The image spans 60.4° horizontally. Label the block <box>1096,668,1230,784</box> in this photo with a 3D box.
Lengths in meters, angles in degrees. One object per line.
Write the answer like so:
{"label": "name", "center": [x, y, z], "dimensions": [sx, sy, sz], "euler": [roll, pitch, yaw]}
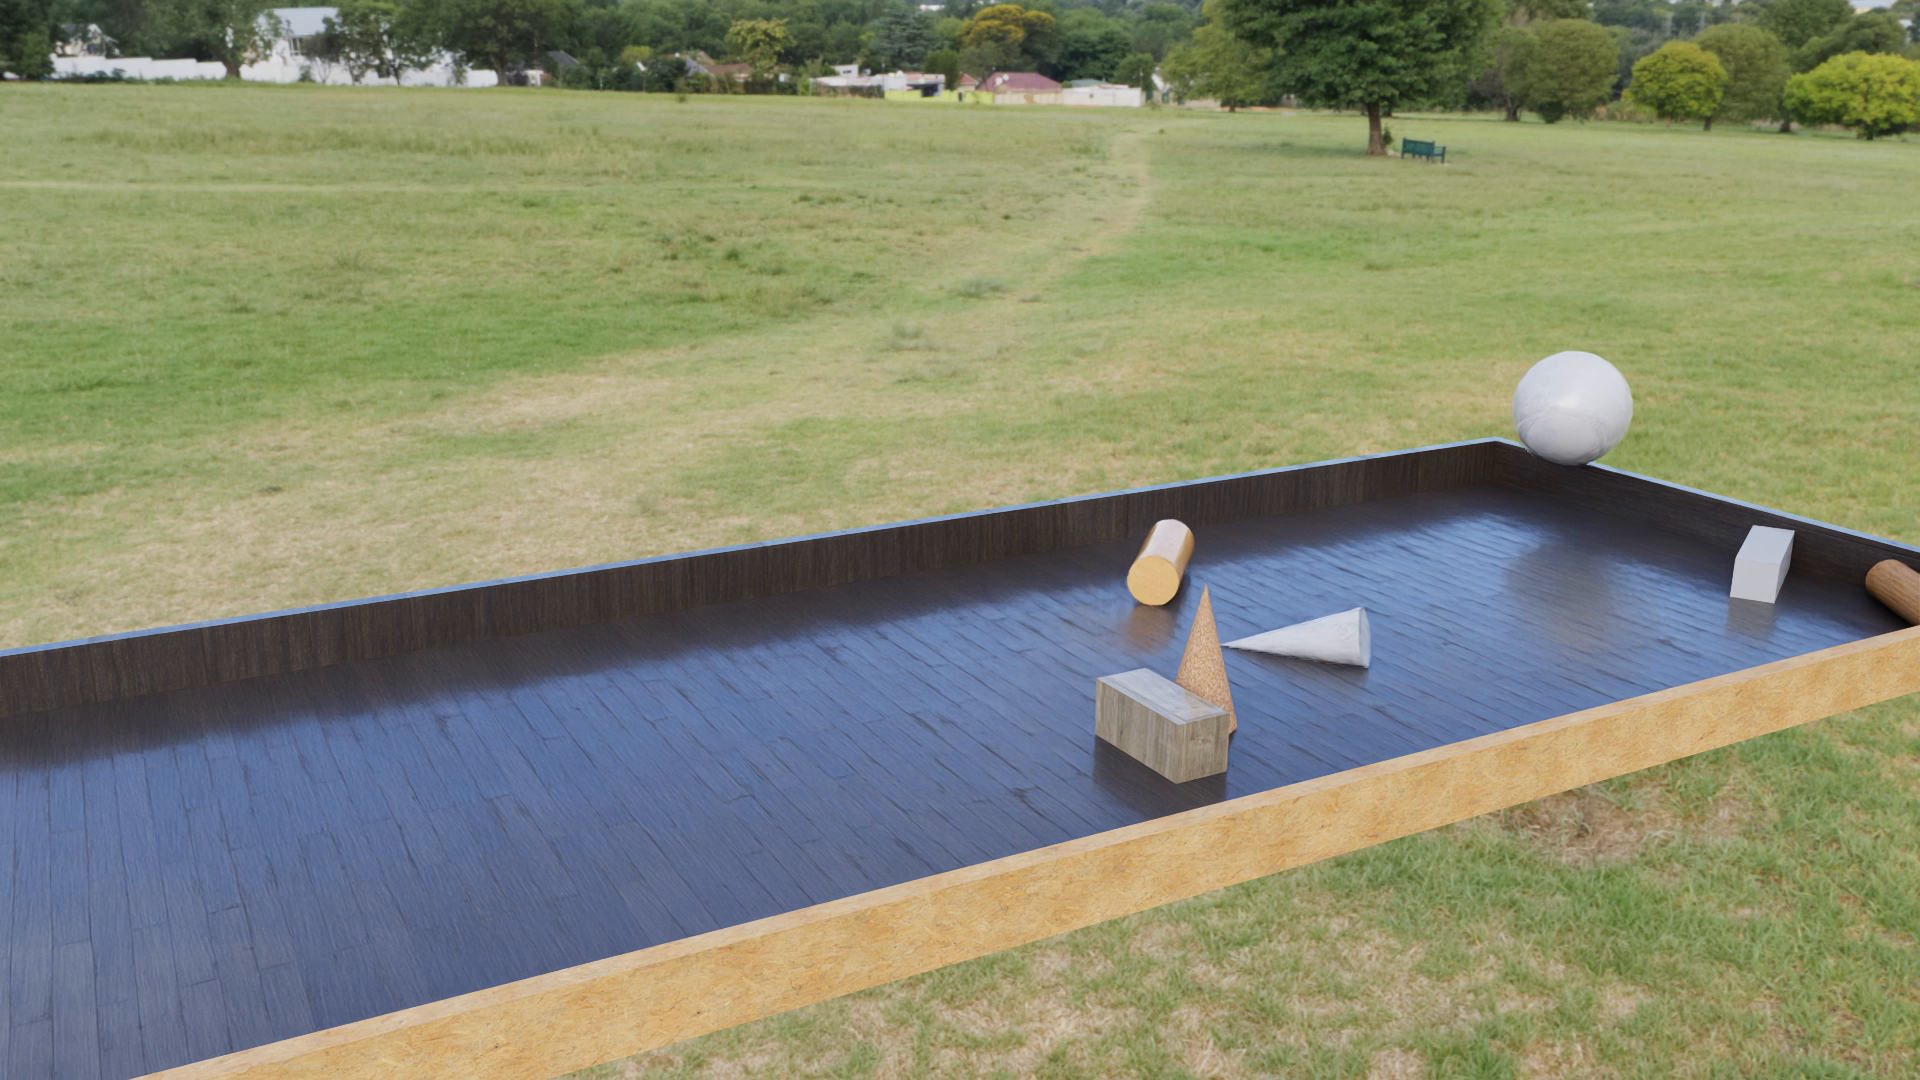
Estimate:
{"label": "block", "center": [0.450, 0.413, 3.706], "dimensions": [0.137, 0.137, 0.315], "euler": [-9, 19, -28]}

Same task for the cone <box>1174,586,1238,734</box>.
{"label": "cone", "center": [0.566, 0.264, 3.840], "dimensions": [0.175, 0.348, 0.175], "euler": [0, 16, 0]}

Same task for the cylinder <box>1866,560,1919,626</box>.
{"label": "cylinder", "center": [2.651, 0.164, 4.576], "dimensions": [0.125, 0.125, 0.344], "euler": [2, 16, 5]}

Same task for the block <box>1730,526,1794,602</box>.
{"label": "block", "center": [2.395, 0.068, 4.917], "dimensions": [0.117, 0.117, 0.409], "euler": [10, 19, 30]}

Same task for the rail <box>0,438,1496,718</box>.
{"label": "rail", "center": [-3.305, 0.497, 3.399], "dimensions": [12.000, 0.150, 0.050], "euler": [-9, 18, -27]}

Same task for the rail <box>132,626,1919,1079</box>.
{"label": "rail", "center": [-2.336, 1.006, 1.665], "dimensions": [12.000, 0.150, 0.050], "euler": [-9, 18, -27]}

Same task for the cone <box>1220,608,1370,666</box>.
{"label": "cone", "center": [0.863, 0.265, 4.319], "dimensions": [0.389, 0.155, 0.155], "euler": [-5, 13, 25]}

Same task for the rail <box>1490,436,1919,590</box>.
{"label": "rail", "center": [2.466, -0.048, 5.253], "dimensions": [0.050, 0.150, 2.100], "euler": [-9, 18, -27]}

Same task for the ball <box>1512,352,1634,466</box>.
{"label": "ball", "center": [2.108, -0.453, 5.684], "dimensions": [0.393, 0.393, 0.393], "euler": [0, 16, 0]}

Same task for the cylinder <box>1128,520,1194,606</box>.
{"label": "cylinder", "center": [0.598, 0.062, 4.884], "dimensions": [0.147, 0.147, 0.400], "euler": [4, 17, 13]}
